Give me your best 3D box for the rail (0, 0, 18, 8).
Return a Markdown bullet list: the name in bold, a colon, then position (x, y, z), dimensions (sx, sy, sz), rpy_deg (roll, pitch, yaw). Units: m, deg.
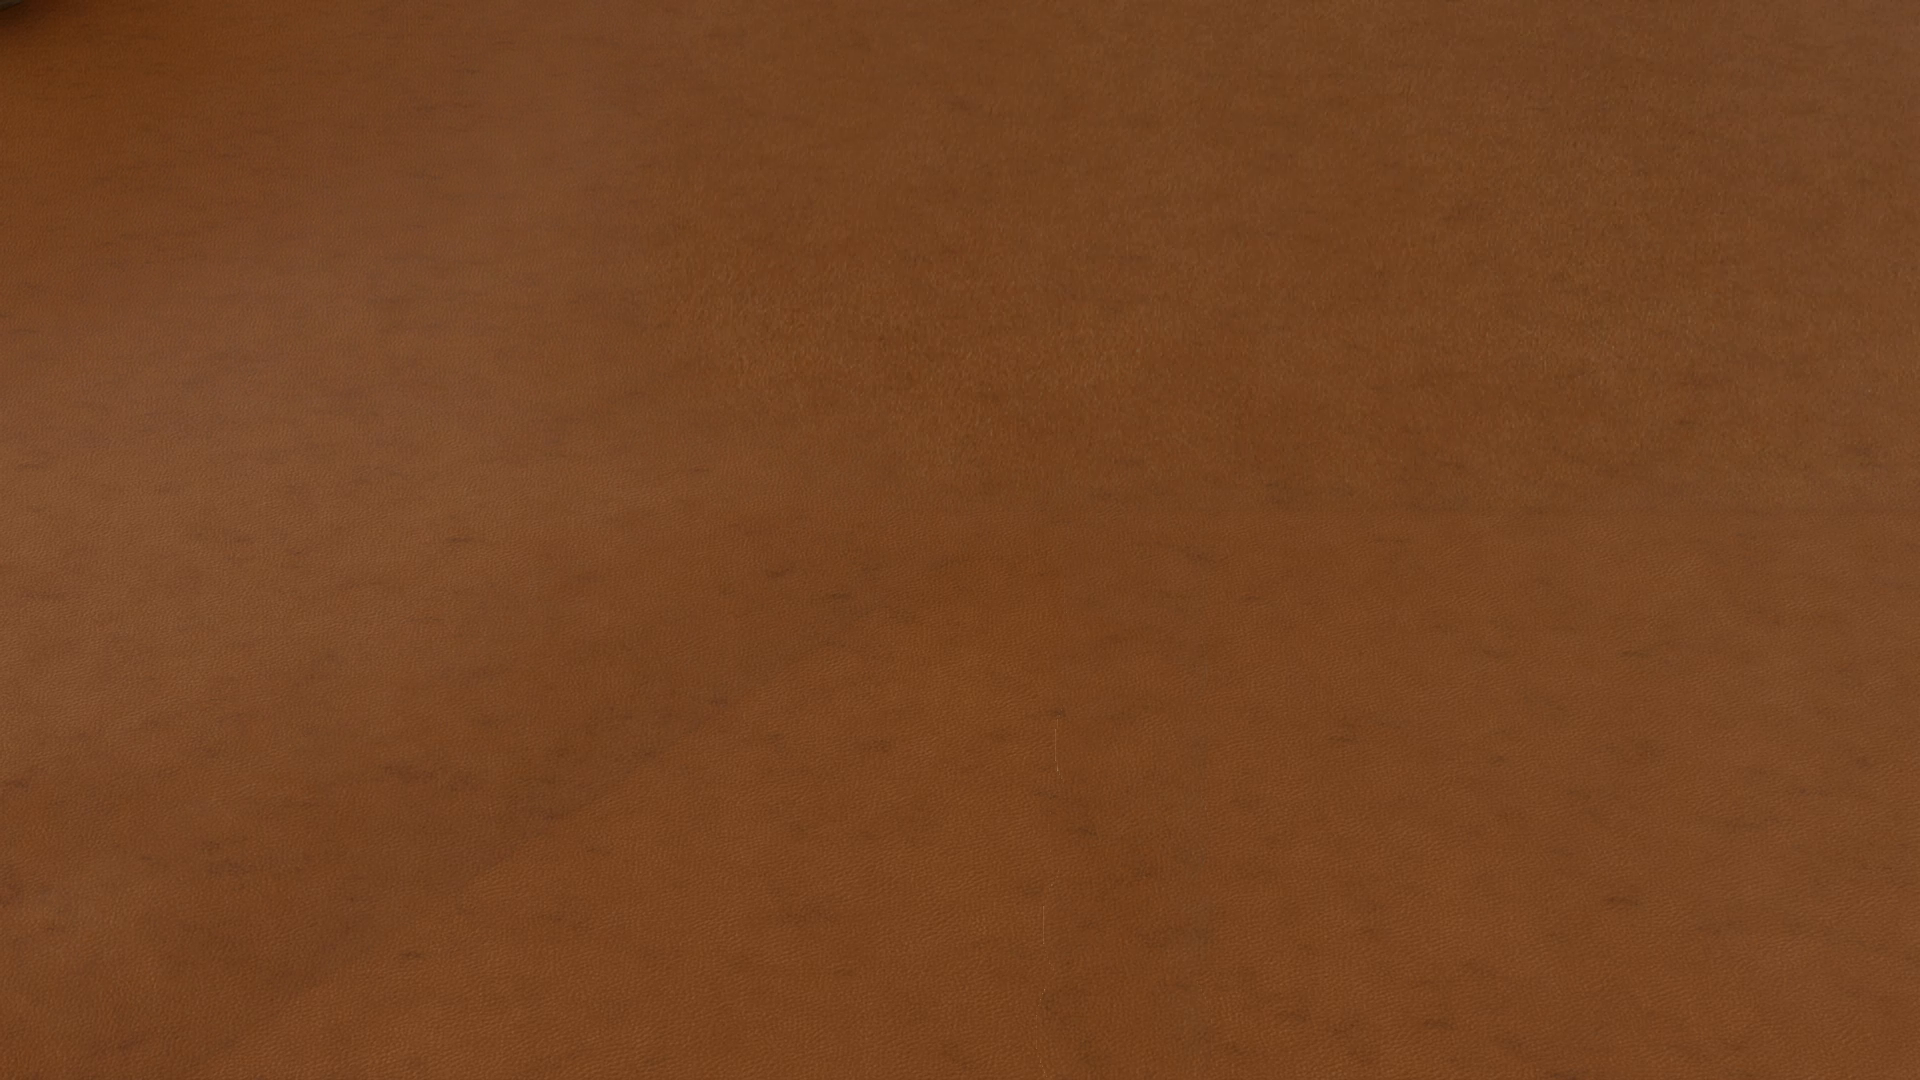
- **rail**: position (-0.562, -0.732, 2.882), dimensions (0.045, 0.125, 4.199), rpy_deg (14, 32, 23)
